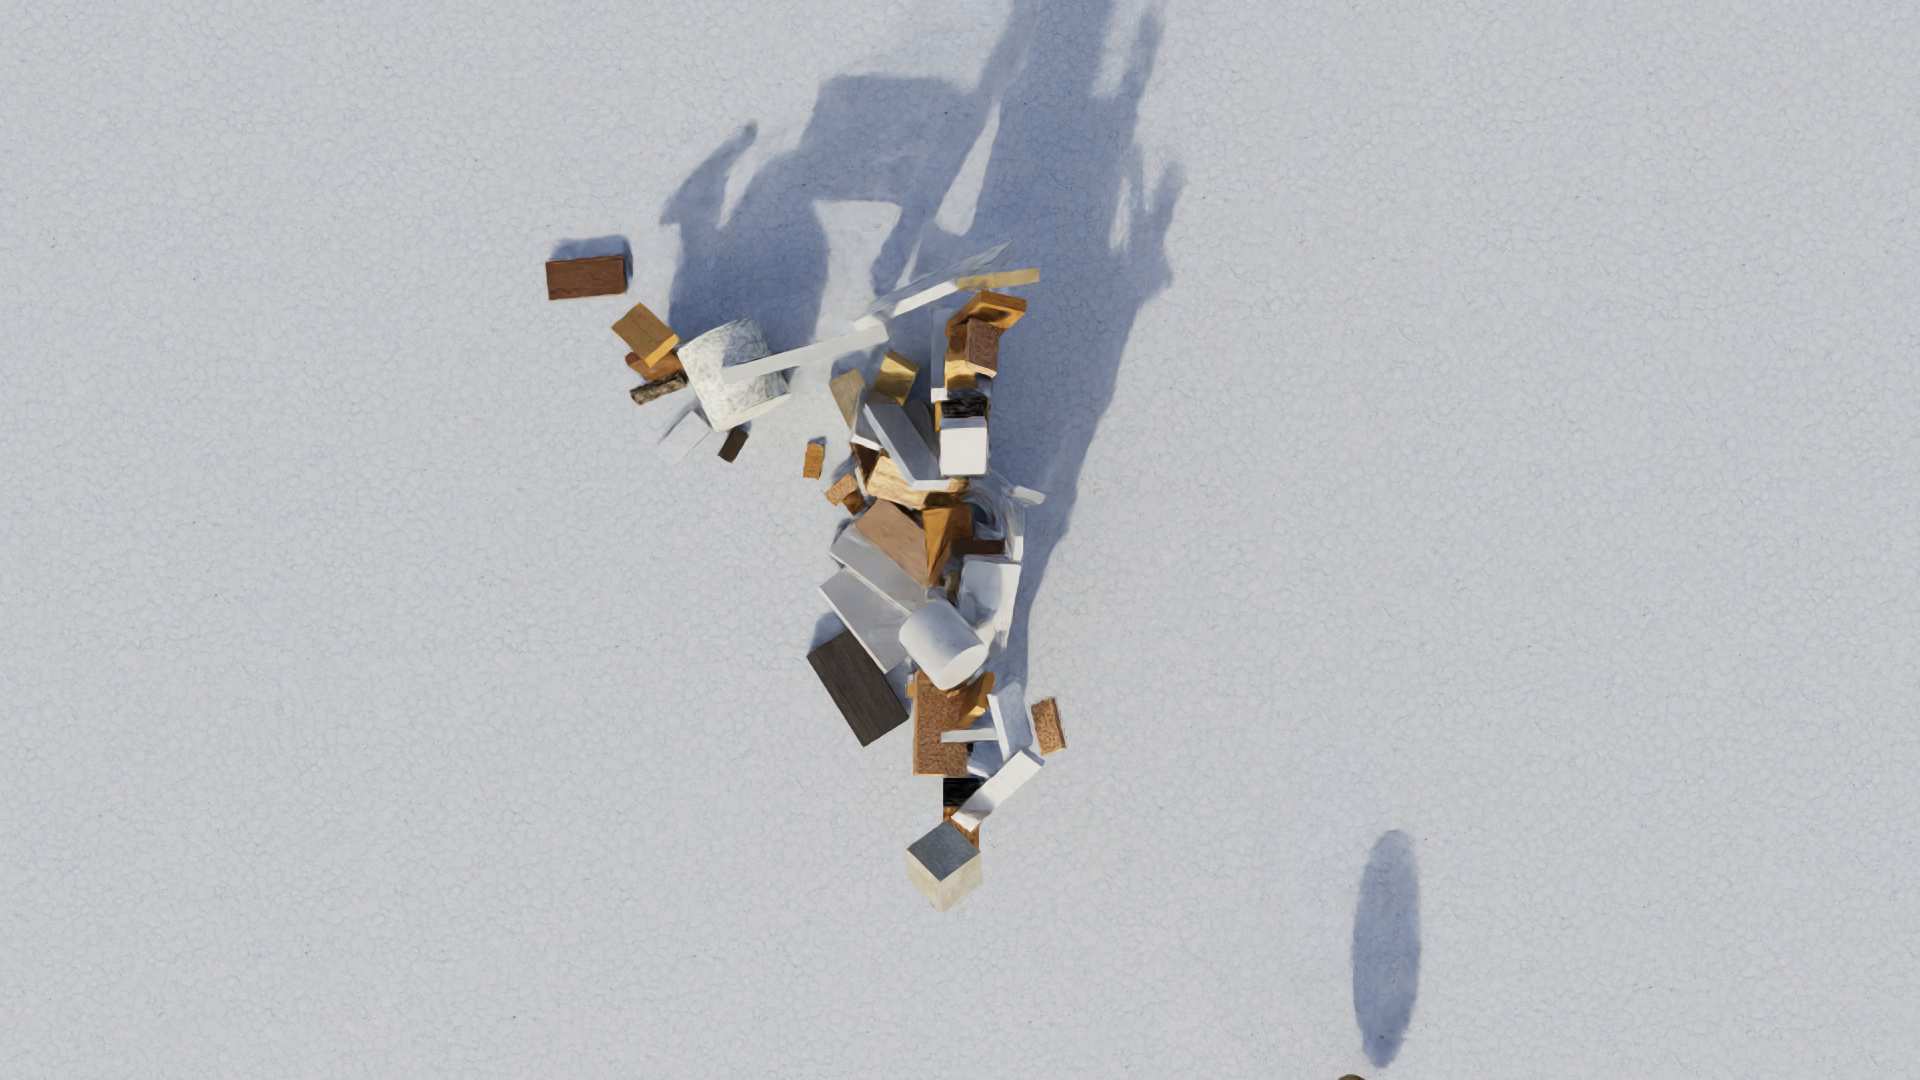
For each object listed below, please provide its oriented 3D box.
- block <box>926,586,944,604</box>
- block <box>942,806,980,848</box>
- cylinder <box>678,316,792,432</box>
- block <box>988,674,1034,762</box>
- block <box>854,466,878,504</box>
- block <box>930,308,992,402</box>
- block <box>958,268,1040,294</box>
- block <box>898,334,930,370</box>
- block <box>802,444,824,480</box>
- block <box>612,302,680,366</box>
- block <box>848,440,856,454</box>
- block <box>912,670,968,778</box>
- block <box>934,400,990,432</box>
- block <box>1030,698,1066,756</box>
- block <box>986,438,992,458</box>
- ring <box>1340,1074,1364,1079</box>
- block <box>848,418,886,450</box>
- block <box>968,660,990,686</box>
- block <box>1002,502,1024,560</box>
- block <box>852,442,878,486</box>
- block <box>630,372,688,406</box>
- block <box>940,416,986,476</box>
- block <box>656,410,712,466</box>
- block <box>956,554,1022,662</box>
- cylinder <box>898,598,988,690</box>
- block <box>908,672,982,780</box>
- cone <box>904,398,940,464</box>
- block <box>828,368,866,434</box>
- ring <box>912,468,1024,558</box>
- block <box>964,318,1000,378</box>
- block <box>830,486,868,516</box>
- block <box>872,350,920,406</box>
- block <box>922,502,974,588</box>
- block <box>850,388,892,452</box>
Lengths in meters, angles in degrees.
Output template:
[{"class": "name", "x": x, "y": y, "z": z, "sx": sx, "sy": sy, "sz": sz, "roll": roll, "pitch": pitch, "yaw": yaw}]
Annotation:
[{"class": "block", "x": -0.038, "y": 0.247, "z": 5.084, "sx": 0.133, "sy": 0.038, "sz": 0.265, "roll": -6, "pitch": 135, "yaw": -7}, {"class": "block", "x": 0.001, "y": 0.970, "z": 5.250, "sx": 0.117, "sy": 0.033, "sz": 0.234, "roll": 1, "pitch": 88, "yaw": 0}, {"class": "cylinder", "x": -0.732, "y": -0.538, "z": 5.361, "sx": 0.277, "sy": 0.277, "sz": 0.277, "roll": -26, "pitch": 90, "yaw": 0}, {"class": "block", "x": 0.148, "y": 0.522, "z": 4.801, "sx": 0.033, "sy": 0.115, "sz": 0.230, "roll": 5, "pitch": 119, "yaw": 37}, {"class": "block", "x": -0.300, "y": -0.185, "z": 5.415, "sx": 0.062, "sy": 0.017, "sz": 0.123, "roll": -18, "pitch": 102, "yaw": -3}, {"class": "block", "x": 0.001, "y": -0.544, "z": 4.804, "sx": 0.171, "sy": 0.048, "sz": 0.342, "roll": -1, "pitch": 50, "yaw": 0}, {"class": "block", "x": 0.105, "y": -0.726, "z": 4.621, "sx": 0.134, "sy": 0.268, "sz": 0.038, "roll": -11, "pitch": 99, "yaw": -20}, {"class": "block", "x": -0.172, "y": -0.591, "z": 5.488, "sx": 0.176, "sy": 0.025, "sz": 0.088, "roll": -41, "pitch": 90, "yaw": 0}, {"class": "block", "x": -0.488, "y": -0.261, "z": 5.492, "sx": 0.056, "sy": 0.016, "sz": 0.112, "roll": 8, "pitch": 90, "yaw": 0}, {"class": "block", "x": -1.002, "y": -0.655, "z": 5.248, "sx": 0.127, "sy": 0.036, "sz": 0.255, "roll": -42, "pitch": 47, "yaw": -7}, {"class": "block", "x": -0.287, "y": -0.268, "z": 5.442, "sx": 0.087, "sy": 0.025, "sz": 0.175, "roll": -30, "pitch": 101, "yaw": 2}, {"class": "block", "x": -0.060, "y": 0.565, "z": 5.063, "sx": 0.158, "sy": 0.045, "sz": 0.317, "roll": 5, "pitch": 74, "yaw": -15}, {"class": "block", "x": 0.004, "y": -0.512, "z": 5.134, "sx": 0.170, "sy": 0.048, "sz": 0.339, "roll": -1, "pitch": 89, "yaw": 0}, {"class": "block", "x": 0.261, "y": 0.552, "z": 4.873, "sx": 0.077, "sy": 0.022, "sz": 0.154, "roll": -25, "pitch": 67, "yaw": 33}, {"class": "block", "x": 0.021, "y": -0.302, "z": 4.960, "sx": 0.130, "sy": 0.261, "sz": 0.037, "roll": -5, "pitch": 73, "yaw": 3}, {"class": "ring", "x": 1.276, "y": 1.897, "z": 5.260, "sx": 0.124, "sy": 0.371, "sz": 0.371, "roll": -20, "pitch": 90, "yaw": 28}, {"class": "block", "x": -0.296, "y": -0.333, "z": 5.457, "sx": 0.087, "sy": 0.025, "sz": 0.175, "roll": -21, "pitch": 100, "yaw": 0}, {"class": "block", "x": 0.056, "y": 0.399, "z": 5.000, "sx": 0.013, "sy": 0.045, "sz": 0.090, "roll": 35, "pitch": 107, "yaw": -4}, {"class": "block", "x": 0.155, "y": -0.026, "z": 4.868, "sx": 0.025, "sy": 0.174, "sz": 0.087, "roll": -5, "pitch": 127, "yaw": -8}, {"class": "block", "x": -0.291, "y": -0.268, "z": 5.383, "sx": 0.087, "sy": 0.025, "sz": 0.175, "roll": -16, "pitch": 90, "yaw": -22}, {"class": "block", "x": -0.996, "y": -0.501, "z": 5.453, "sx": 0.175, "sy": 0.088, "sz": 0.025, "roll": -21, "pitch": 74, "yaw": 1}, {"class": "block", "x": 0.008, "y": -0.263, "z": 4.646, "sx": 0.127, "sy": 0.255, "sz": 0.036, "roll": -3, "pitch": 63, "yaw": -1}, {"class": "block", "x": -0.918, "y": -0.338, "z": 5.488, "sx": 0.088, "sy": 0.025, "sz": 0.176, "roll": 44, "pitch": 90, "yaw": 0}, {"class": "block", "x": 0.072, "y": 0.204, "z": 4.920, "sx": 0.165, "sy": 0.047, "sz": 0.329, "roll": 4, "pitch": 116, "yaw": -11}, {"class": "cylinder", "x": -0.049, "y": 0.304, "z": 4.817, "sx": 0.188, "sy": 0.188, "sz": 0.188, "roll": -40, "pitch": 65, "yaw": 0}, {"class": "block", "x": -0.048, "y": 0.602, "z": 5.475, "sx": 0.179, "sy": 0.051, "sz": 0.358, "roll": -13, "pitch": 90, "yaw": 0}, {"class": "cone", "x": -0.024, "y": -0.312, "z": 5.436, "sx": 0.284, "sy": 0.284, "sz": 0.284, "roll": 3, "pitch": 90, "yaw": -27}, {"class": "block", "x": -0.343, "y": -0.447, "z": 5.484, "sx": 0.113, "sy": 0.032, "sz": 0.226, "roll": -25, "pitch": 90, "yaw": 0}, {"class": "ring", "x": 0.026, "y": -0.063, "z": 5.436, "sx": 0.377, "sy": 0.126, "sz": 0.377, "roll": 0, "pitch": 92, "yaw": 1}, {"class": "block", "x": 0.061, "y": -0.529, "z": 4.524, "sx": 0.087, "sy": 0.025, "sz": 0.174, "roll": 17, "pitch": 49, "yaw": -17}, {"class": "block", "x": -0.369, "y": -0.146, "z": 5.491, "sx": 0.062, "sy": 0.017, "sz": 0.123, "roll": -39, "pitch": 90, "yaw": 0}, {"class": "block", "x": -0.209, "y": -0.529, "z": 5.392, "sx": 0.113, "sy": 0.226, "sz": 0.032, "roll": 30, "pitch": 63, "yaw": 0}, {"class": "block", "x": -0.030, "y": 0.040, "z": 5.304, "sx": 0.151, "sy": 0.043, "sz": 0.302, "roll": -7, "pitch": 101, "yaw": -6}, {"class": "block", "x": -0.288, "y": -0.393, "z": 5.376, "sx": 0.113, "sy": 0.032, "sz": 0.226, "roll": 20, "pitch": 45, "yaw": -17}]
